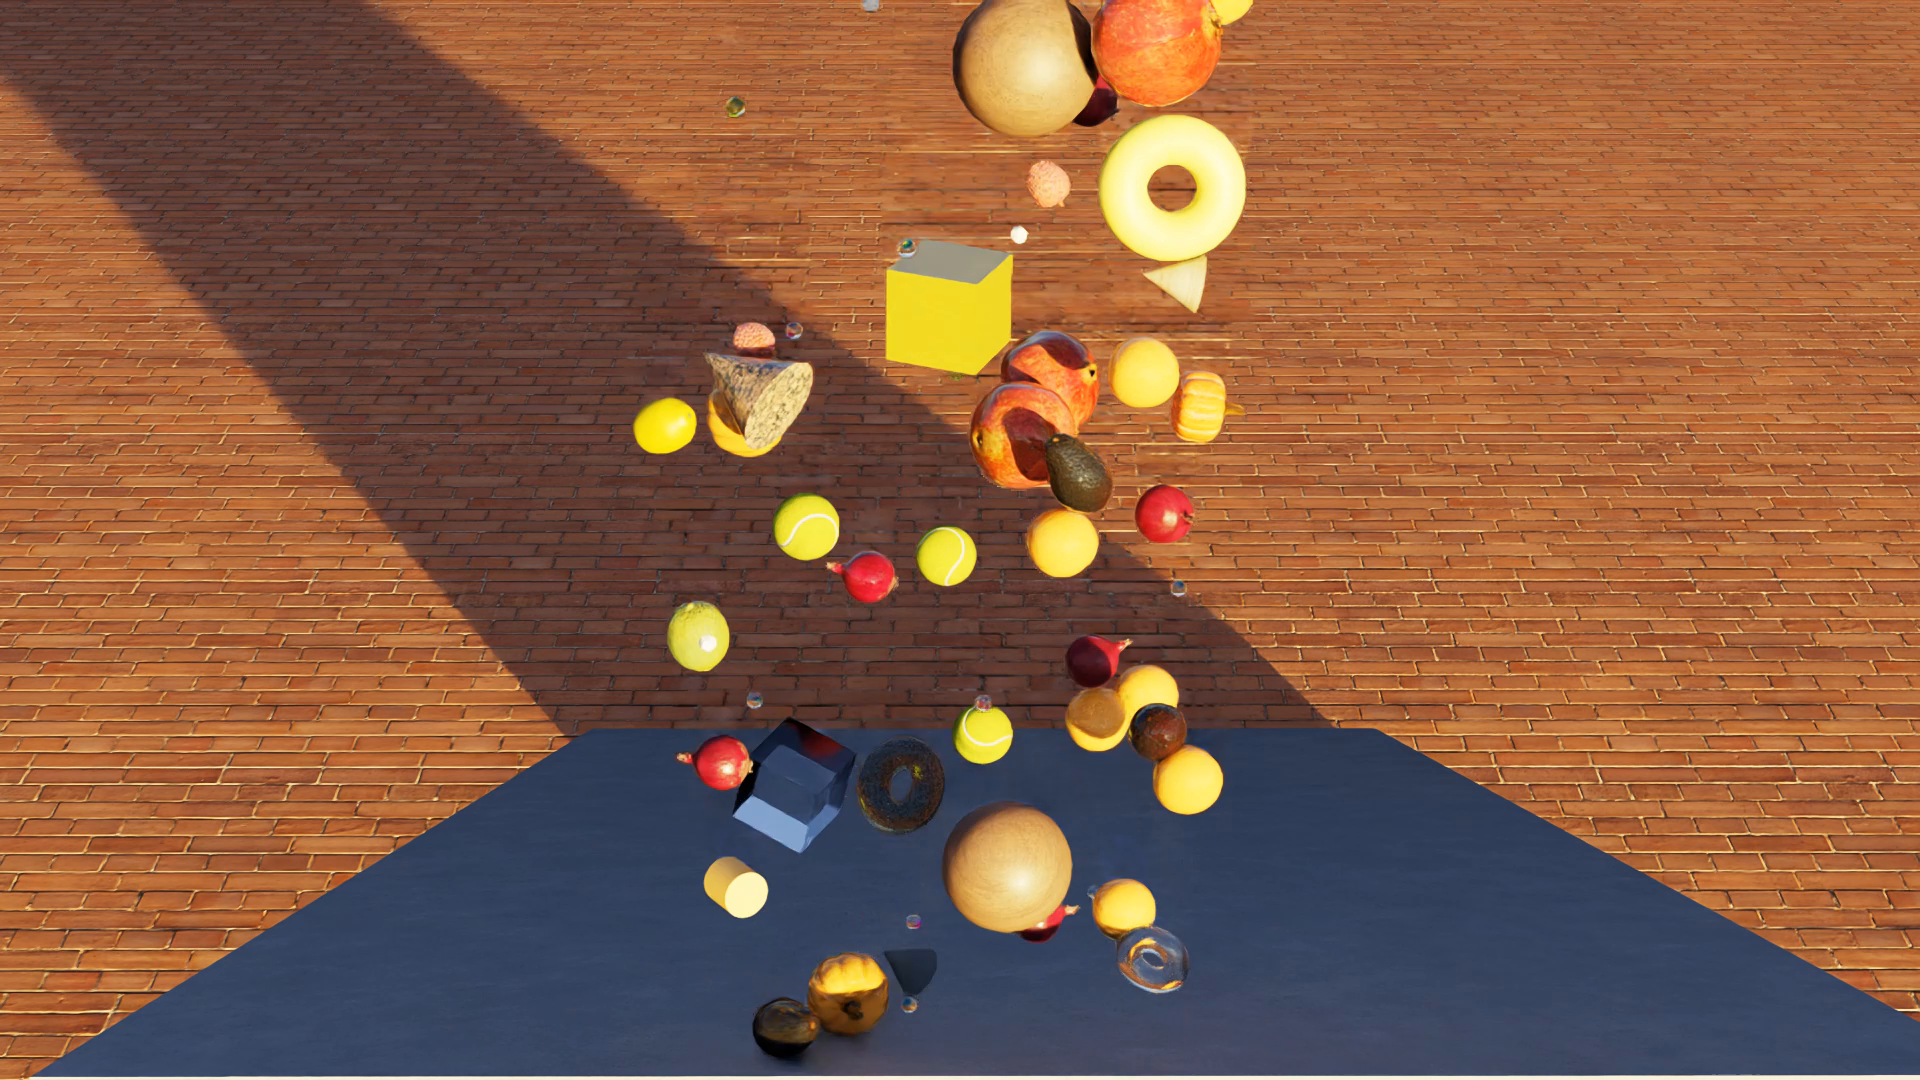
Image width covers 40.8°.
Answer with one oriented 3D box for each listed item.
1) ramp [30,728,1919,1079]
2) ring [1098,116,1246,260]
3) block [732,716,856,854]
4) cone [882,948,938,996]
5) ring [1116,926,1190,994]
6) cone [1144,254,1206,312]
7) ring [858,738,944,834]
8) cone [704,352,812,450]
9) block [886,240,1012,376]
[{"bbox_3d":[0.062,0.560,4.598,2.000,0.100,4.000,0,1,0],"label":"ramp"},{"bbox_3d":[0.205,-0.341,2.505,0.143,0.143,0.048,1,19,3],"label":"ring"},{"bbox_3d":[-0.186,0.274,2.895,0.091,0.091,0.091,27,37,14],"label":"block"},{"bbox_3d":[-0.067,0.477,2.928,0.059,0.059,0.059,35,13,-28],"label":"cone"},{"bbox_3d":[0.202,0.440,2.706,0.081,0.081,0.027,11,32,20],"label":"ring"},{"bbox_3d":[0.206,-0.255,2.525,0.058,0.058,0.058,9,27,-5],"label":"cone"},{"bbox_3d":[-0.063,0.262,2.752,0.105,0.105,0.035,23,-2,36],"label":"ring"},{"bbox_3d":[-0.213,-0.156,2.507,0.099,0.099,0.099,35,40,19],"label":"cone"},{"bbox_3d":[-0.011,-0.234,2.585,0.096,0.096,0.096,11,29,19],"label":"block"}]
